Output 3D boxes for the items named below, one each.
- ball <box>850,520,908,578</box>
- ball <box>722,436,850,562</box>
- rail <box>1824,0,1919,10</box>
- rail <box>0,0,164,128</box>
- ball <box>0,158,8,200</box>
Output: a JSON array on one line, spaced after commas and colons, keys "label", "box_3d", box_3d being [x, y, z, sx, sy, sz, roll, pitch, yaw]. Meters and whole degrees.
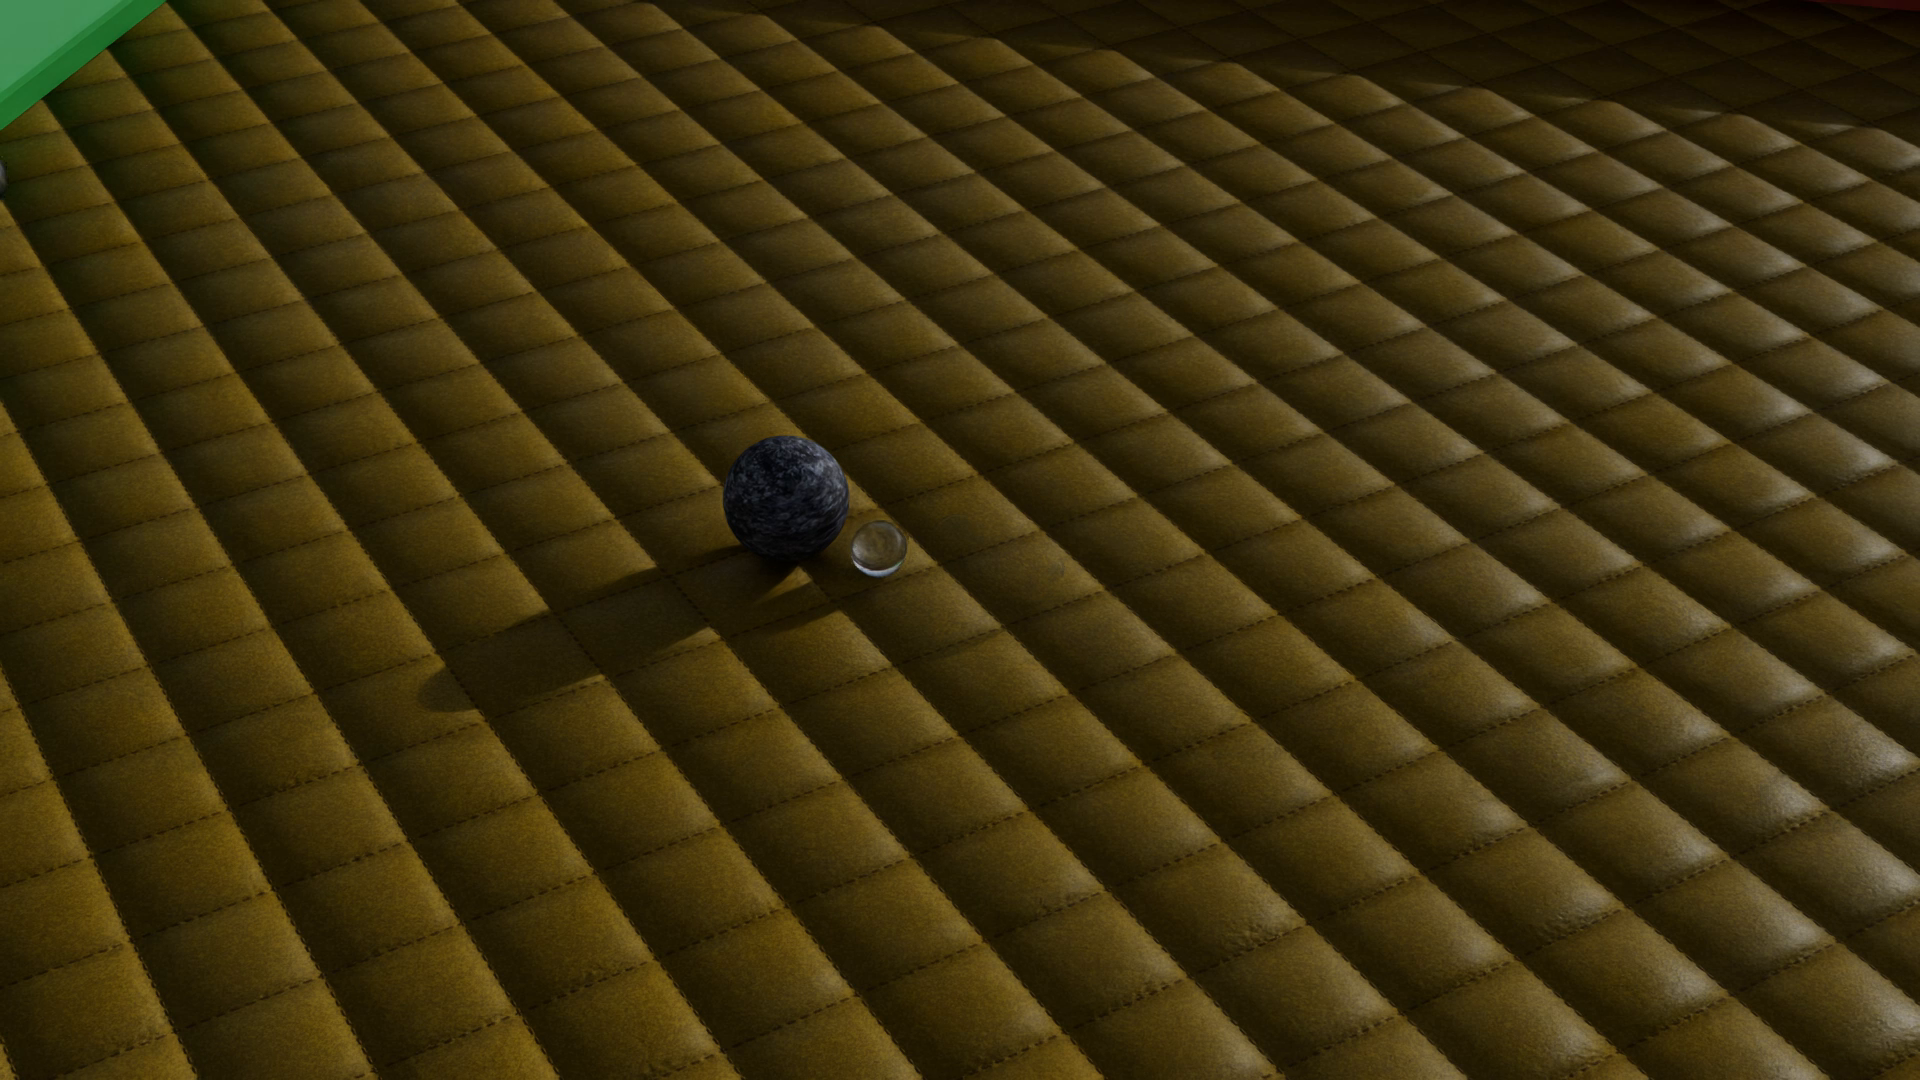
[{"label": "ball", "box_3d": [-0.058, 0.007, 1.853, 0.042, 0.042, 0.042, 0, 35, 0]}, {"label": "ball", "box_3d": [-0.126, -0.030, 1.862, 0.092, 0.092, 0.092, 0, 35, 0]}, {"label": "rail", "box_3d": [1.342, -0.549, 2.587, 4.311, 0.119, 0.045, 8, 35, 12]}, {"label": "rail", "box_3d": [-1.022, -0.171, 2.041, 0.045, 0.119, 2.486, 8, 35, 12]}, {"label": "ball", "box_3d": [-0.895, -0.327, 2.314, 0.068, 0.068, 0.068, 0, 35, 0]}]
